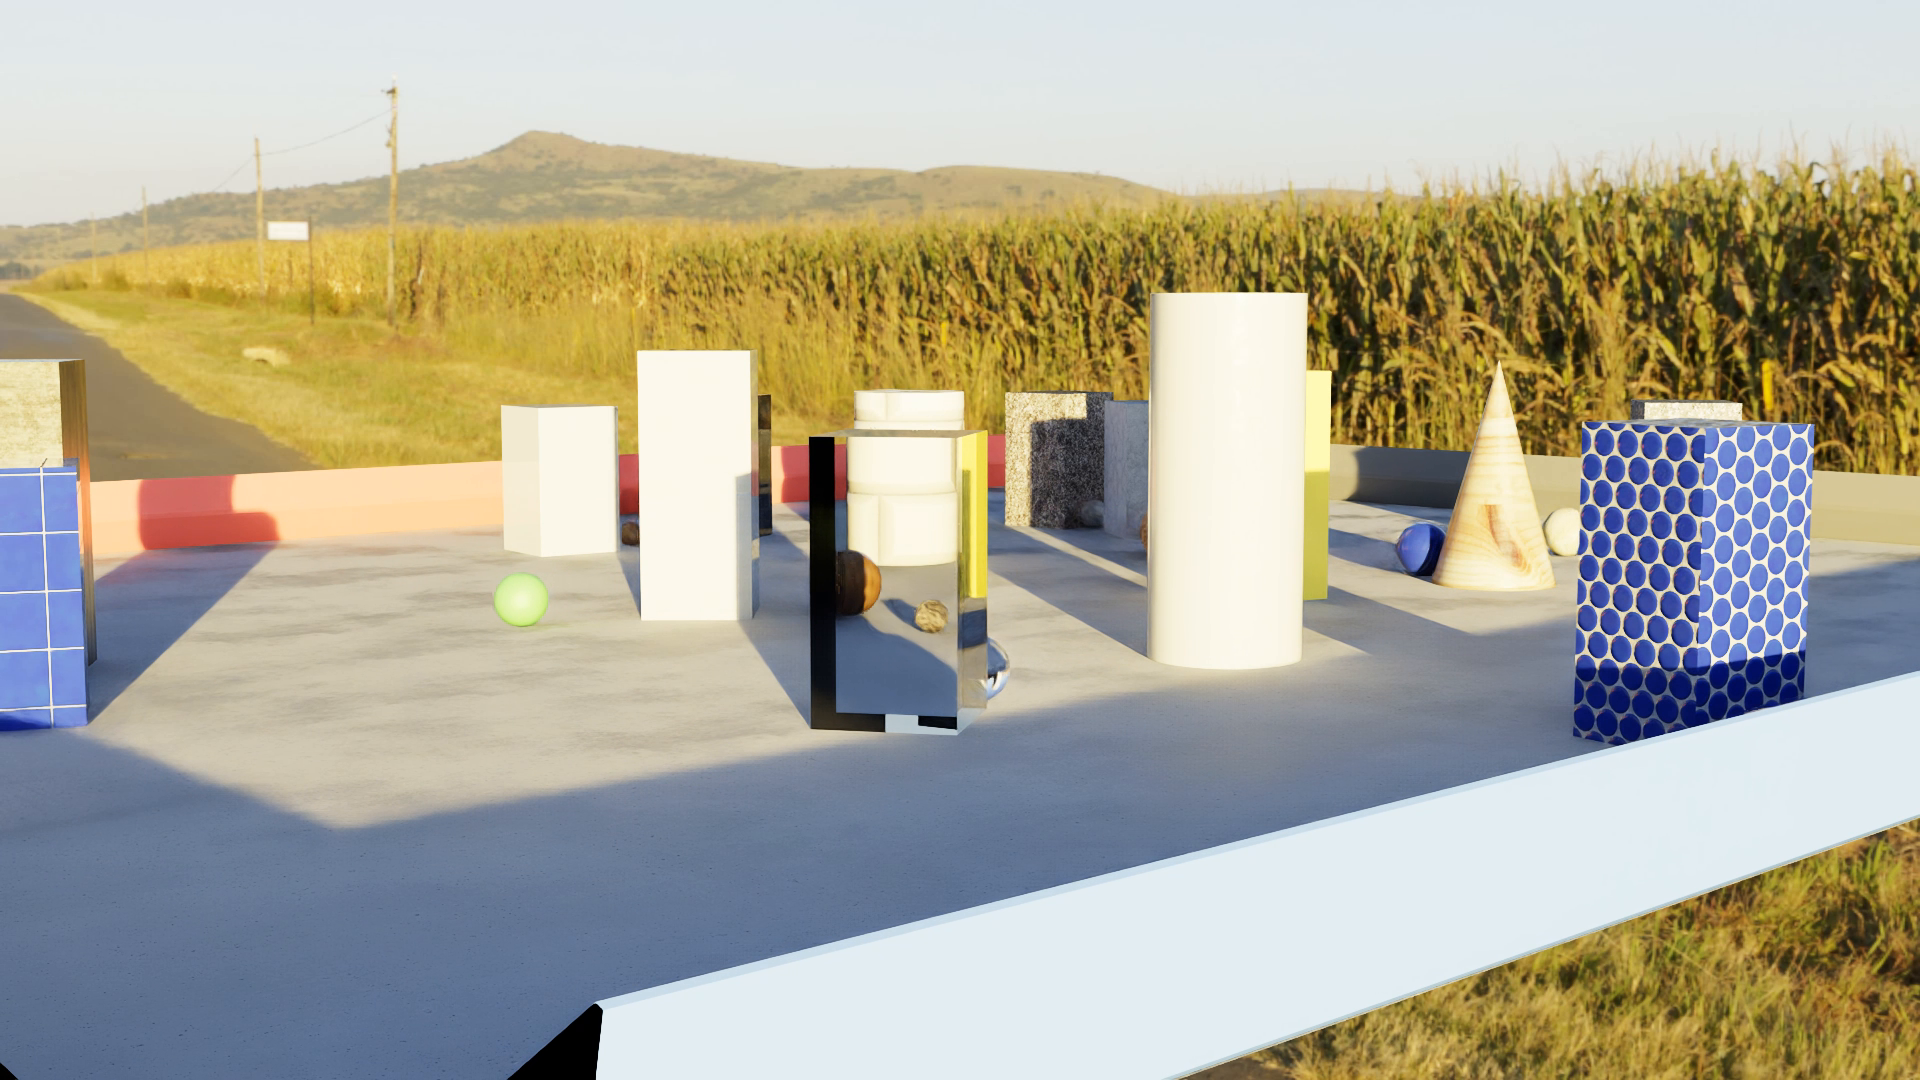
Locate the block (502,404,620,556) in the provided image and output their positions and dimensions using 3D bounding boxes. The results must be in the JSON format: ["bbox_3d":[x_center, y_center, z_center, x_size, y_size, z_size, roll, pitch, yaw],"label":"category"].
[{"bbox_3d":[-0.744,-0.115,4.096,0.160,0.270,0.160,-4,7,-36],"label":"block"}]

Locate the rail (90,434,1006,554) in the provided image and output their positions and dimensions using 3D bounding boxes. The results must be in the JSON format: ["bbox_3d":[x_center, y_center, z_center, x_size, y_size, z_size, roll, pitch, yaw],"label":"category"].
[{"bbox_3d":[-1.075,-0.087,4.490,3.859,0.130,0.045,-5,8,-42],"label":"rail"}]

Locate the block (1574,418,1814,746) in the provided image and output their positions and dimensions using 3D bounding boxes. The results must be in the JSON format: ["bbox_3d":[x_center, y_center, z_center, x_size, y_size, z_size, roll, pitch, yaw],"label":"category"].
[{"bbox_3d":[0.755,0.044,2.269,0.160,0.331,0.160,-4,7,-30],"label":"block"}]

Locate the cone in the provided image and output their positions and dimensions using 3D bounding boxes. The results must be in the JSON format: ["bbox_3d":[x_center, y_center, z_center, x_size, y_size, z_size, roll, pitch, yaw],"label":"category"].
[{"bbox_3d":[0.876,-0.111,3.591,0.200,0.366,0.200,0,6,0],"label":"cone"}]

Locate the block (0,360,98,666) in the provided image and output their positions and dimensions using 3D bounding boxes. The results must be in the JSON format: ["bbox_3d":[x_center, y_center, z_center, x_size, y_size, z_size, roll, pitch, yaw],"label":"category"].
[{"bbox_3d":[-1.170,-0.028,2.707,0.160,0.384,0.160,-1,6,-11],"label":"block"}]

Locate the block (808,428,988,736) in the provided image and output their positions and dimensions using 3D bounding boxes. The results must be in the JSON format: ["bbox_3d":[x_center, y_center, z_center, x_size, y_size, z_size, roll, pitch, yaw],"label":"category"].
[{"bbox_3d":[-0.064,0.040,2.394,0.160,0.313,0.160,1,6,12],"label":"block"}]

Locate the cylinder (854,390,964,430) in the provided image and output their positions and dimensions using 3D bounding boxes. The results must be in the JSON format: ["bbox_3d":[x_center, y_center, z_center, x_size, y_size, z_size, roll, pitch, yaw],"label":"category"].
[{"bbox_3d":[-0.092,-0.120,3.996,0.200,0.300,0.200,0,6,0],"label":"cylinder"}]

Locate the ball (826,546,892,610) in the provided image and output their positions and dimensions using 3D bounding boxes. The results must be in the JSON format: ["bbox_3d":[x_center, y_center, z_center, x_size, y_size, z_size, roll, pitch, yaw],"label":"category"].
[{"bbox_3d":[-0.151,0.057,3.282,0.097,0.097,0.097,0,6,0],"label":"ball"}]

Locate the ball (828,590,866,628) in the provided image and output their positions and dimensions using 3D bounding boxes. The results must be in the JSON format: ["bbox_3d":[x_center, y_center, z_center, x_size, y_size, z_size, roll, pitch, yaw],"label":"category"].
[{"bbox_3d":[-0.160,0.097,3.106,0.053,0.053,0.053,0,6,0],"label":"ball"}]

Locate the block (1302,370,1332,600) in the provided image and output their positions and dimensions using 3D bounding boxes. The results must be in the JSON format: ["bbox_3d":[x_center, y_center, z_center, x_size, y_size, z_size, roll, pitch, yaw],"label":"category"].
[{"bbox_3d":[0.463,-0.088,3.435,0.160,0.353,0.160,-3,7,-27],"label":"block"}]

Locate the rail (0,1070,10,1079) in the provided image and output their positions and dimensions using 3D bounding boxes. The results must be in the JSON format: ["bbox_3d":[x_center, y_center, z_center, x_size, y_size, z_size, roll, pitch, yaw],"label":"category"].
[{"bbox_3d":[-1.401,0.168,2.046,0.045,0.130,3.216,-5,8,-42],"label":"rail"}]

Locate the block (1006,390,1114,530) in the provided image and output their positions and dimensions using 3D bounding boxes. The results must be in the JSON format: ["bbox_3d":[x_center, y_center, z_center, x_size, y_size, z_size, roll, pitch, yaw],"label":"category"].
[{"bbox_3d":[0.207,-0.170,4.593,0.160,0.277,0.160,5,8,41],"label":"block"}]

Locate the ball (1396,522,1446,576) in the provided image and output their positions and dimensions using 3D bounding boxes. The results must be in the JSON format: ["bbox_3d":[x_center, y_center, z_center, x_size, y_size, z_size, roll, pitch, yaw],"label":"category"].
[{"bbox_3d":[0.781,0.015,3.708,0.091,0.091,0.091,0,6,0],"label":"ball"}]

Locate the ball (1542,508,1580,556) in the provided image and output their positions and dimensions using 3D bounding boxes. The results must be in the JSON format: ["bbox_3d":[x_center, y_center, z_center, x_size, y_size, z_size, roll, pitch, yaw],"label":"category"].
[{"bbox_3d":[1.106,-0.015,4.007,0.088,0.088,0.088,0,6,0],"label":"ball"}]

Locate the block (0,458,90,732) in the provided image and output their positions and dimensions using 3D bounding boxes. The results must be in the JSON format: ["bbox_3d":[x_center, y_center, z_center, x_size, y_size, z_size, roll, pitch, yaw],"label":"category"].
[{"bbox_3d":[-1.043,0.056,2.400,0.160,0.280,0.160,-2,6,-20],"label":"block"}]

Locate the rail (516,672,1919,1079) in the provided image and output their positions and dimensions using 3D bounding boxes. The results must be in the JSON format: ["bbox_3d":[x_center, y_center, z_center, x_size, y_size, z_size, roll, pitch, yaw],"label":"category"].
[{"bbox_3d":[1.075,0.154,2.173,3.859,0.130,0.045,-5,8,-42],"label":"rail"}]

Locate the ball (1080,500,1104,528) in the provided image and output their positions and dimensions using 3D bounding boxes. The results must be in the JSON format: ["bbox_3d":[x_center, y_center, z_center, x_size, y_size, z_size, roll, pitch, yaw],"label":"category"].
[{"bbox_3d":[0.277,-0.053,4.519,0.058,0.058,0.058,0,6,0],"label":"ball"}]

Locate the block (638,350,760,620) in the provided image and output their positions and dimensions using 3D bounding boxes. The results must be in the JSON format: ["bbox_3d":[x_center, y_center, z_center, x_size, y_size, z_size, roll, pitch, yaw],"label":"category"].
[{"bbox_3d":[-0.382,-0.085,3.240,0.160,0.388,0.160,0,6,-1],"label":"block"}]

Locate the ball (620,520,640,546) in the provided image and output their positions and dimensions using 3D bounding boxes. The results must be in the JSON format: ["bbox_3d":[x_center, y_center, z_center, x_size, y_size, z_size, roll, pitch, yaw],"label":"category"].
[{"bbox_3d":[-0.624,-0.012,4.169,0.049,0.049,0.049,0,6,0],"label":"ball"}]

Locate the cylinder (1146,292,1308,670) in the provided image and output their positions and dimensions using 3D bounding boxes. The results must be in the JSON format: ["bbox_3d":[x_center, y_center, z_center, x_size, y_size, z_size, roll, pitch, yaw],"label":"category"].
[{"bbox_3d":[0.341,-0.081,2.818,0.200,0.467,0.200,0,6,0],"label":"cylinder"}]

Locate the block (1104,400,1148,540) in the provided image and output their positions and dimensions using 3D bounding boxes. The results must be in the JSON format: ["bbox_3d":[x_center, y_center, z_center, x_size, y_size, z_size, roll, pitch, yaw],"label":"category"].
[{"bbox_3d":[0.387,-0.143,4.387,0.160,0.265,0.160,-1,6,-12],"label":"block"}]

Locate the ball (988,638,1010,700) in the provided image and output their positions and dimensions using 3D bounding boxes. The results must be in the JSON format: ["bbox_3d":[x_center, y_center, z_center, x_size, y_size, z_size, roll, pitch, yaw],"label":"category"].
[{"bbox_3d":[0.018,0.147,2.512,0.077,0.077,0.077,0,6,0],"label":"ball"}]

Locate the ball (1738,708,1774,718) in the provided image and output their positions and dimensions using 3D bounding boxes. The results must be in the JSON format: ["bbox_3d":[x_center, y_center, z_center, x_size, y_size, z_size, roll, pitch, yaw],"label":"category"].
[{"bbox_3d":[0.717,0.196,1.940,0.097,0.097,0.097,0,6,0],"label":"ball"}]

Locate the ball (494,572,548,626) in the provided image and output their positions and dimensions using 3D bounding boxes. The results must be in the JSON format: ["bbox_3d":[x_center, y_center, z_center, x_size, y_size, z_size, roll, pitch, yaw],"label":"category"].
[{"bbox_3d":[-0.622,0.084,3.117,0.077,0.077,0.077,0,6,0],"label":"ball"}]

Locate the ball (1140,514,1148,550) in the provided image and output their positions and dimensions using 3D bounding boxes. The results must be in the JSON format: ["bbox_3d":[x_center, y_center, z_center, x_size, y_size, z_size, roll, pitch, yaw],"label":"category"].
[{"bbox_3d":[0.372,-0.015,3.933,0.100,0.100,0.100,0,6,0],"label":"ball"}]

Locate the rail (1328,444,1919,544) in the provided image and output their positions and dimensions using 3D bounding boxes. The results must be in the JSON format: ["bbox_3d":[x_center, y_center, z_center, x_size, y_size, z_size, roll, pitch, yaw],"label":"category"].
[{"bbox_3d":[1.401,-0.100,4.617,0.045,0.130,3.216,-5,8,-42],"label":"rail"}]

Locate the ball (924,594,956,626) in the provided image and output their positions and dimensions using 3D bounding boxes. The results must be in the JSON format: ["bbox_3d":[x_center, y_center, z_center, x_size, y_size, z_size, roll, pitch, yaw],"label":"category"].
[{"bbox_3d":[-0.028,0.099,3.110,0.047,0.047,0.047,0,6,0],"label":"ball"}]

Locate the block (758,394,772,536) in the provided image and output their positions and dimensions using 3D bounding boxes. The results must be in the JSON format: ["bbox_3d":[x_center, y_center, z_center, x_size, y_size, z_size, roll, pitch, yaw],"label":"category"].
[{"bbox_3d":[-0.479,-0.146,4.341,0.160,0.280,0.160,2,6,21],"label":"block"}]

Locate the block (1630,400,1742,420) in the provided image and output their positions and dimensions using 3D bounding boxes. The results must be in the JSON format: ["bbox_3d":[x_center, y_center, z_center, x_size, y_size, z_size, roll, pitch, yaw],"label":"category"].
[{"bbox_3d":[1.268,-0.099,3.859,0.160,0.288,0.160,1,6,8],"label":"block"}]
